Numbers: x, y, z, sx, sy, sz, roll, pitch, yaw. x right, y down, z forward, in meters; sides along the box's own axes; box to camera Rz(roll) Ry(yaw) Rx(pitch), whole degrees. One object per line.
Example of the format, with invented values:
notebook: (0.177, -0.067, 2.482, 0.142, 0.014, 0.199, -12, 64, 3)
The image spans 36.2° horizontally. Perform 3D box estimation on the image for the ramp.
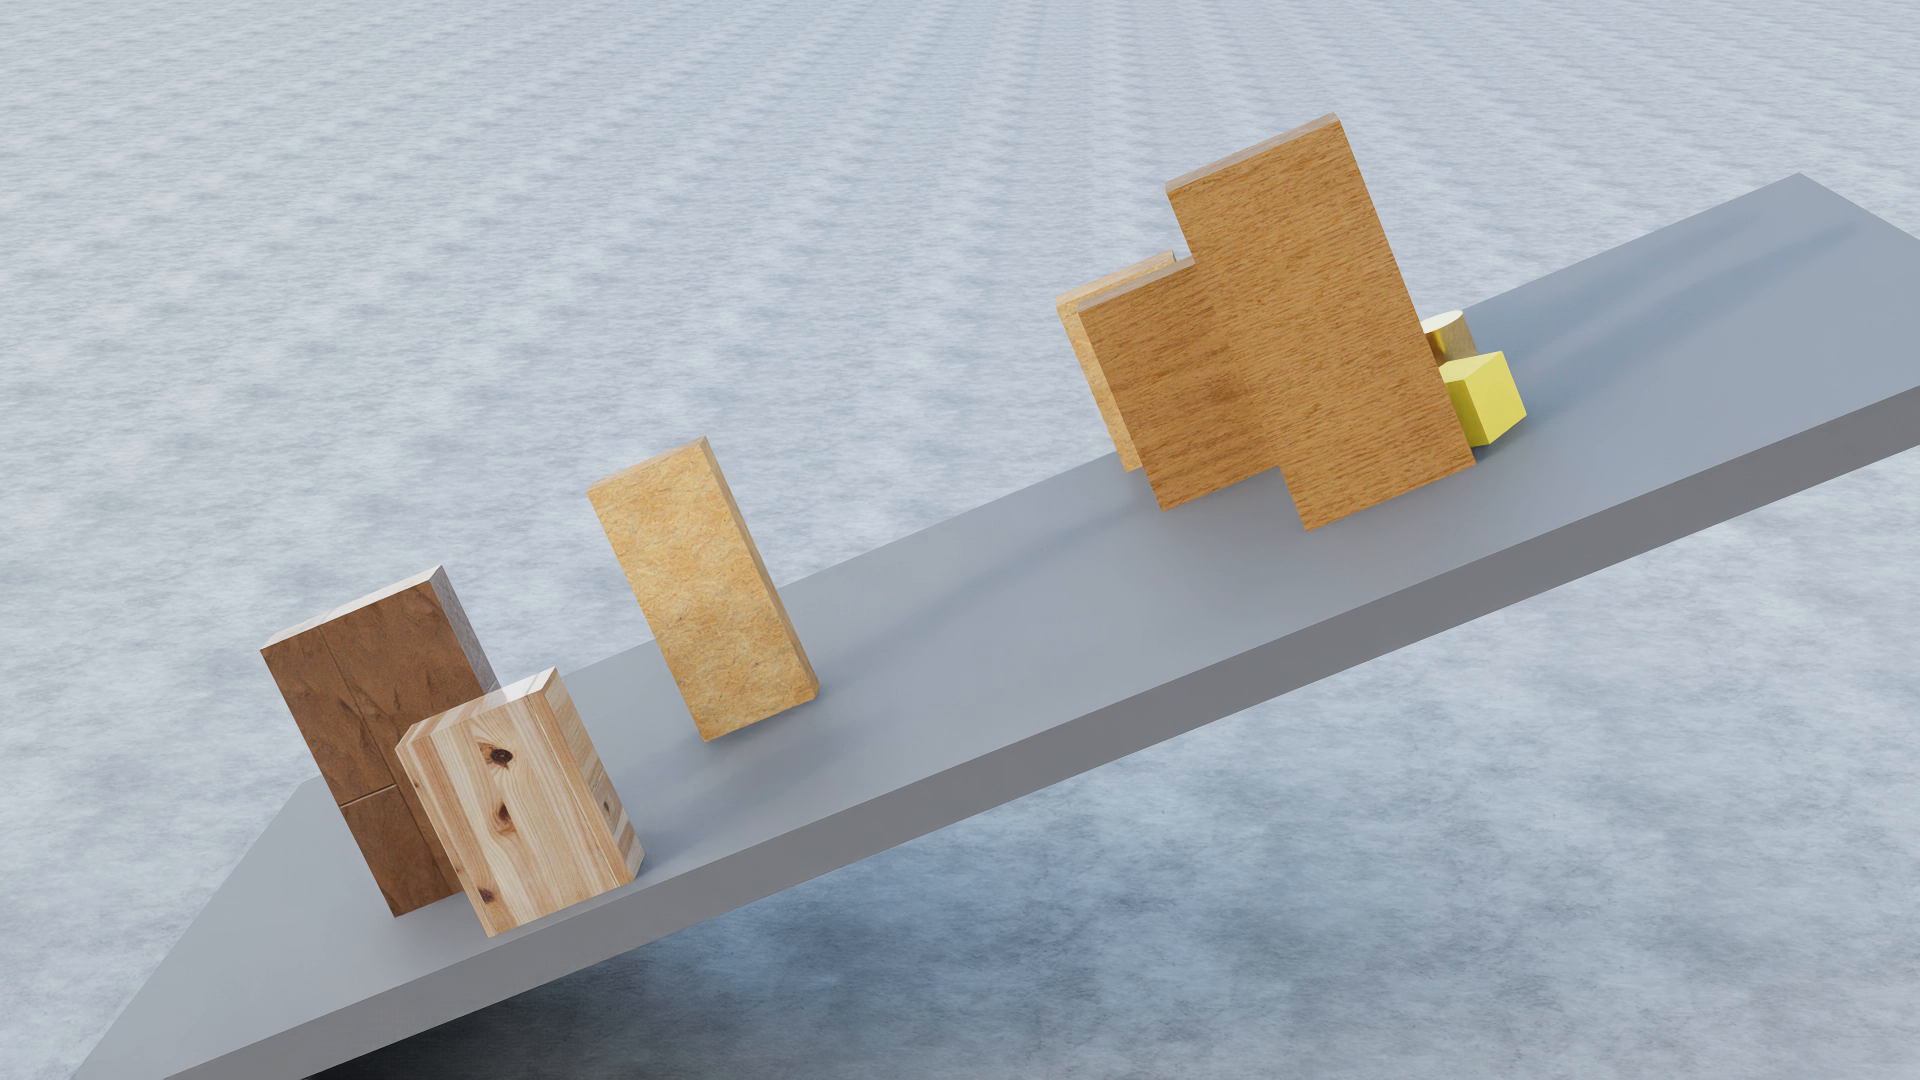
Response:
ramp: (0.129, 0.171, 6.286, 4.000, 0.100, 2.000, -22, 13, 8)

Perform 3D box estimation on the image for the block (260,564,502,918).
block: (-1.087, 0.405, 5.897, 0.374, 0.611, 0.117, -22, 13, 8)

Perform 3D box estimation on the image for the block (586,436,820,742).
block: (-0.536, 0.105, 6.179, 0.260, 0.590, 0.089, -22, 13, 8)

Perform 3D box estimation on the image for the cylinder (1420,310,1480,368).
cylinder: (1.060, -0.411, 6.440, 0.138, 0.138, 0.138, -23, 12, 5)

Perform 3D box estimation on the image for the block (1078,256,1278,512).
block: (0.528, -0.363, 6.424, 0.386, 0.480, 0.126, -22, 13, 8)

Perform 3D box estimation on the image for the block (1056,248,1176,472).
block: (0.446, -0.424, 6.943, 0.295, 0.429, 0.145, -22, 13, 8)

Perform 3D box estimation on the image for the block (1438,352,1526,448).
block: (1.026, -0.278, 5.940, 0.142, 0.142, 0.142, -10, 19, 48)

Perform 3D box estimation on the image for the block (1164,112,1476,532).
block: (0.707, -0.426, 5.774, 0.357, 0.730, 0.142, -22, 13, 8)

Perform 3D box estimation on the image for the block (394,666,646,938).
block: (-0.823, 0.493, 5.529, 0.303, 0.405, 0.143, -22, 13, 8)
